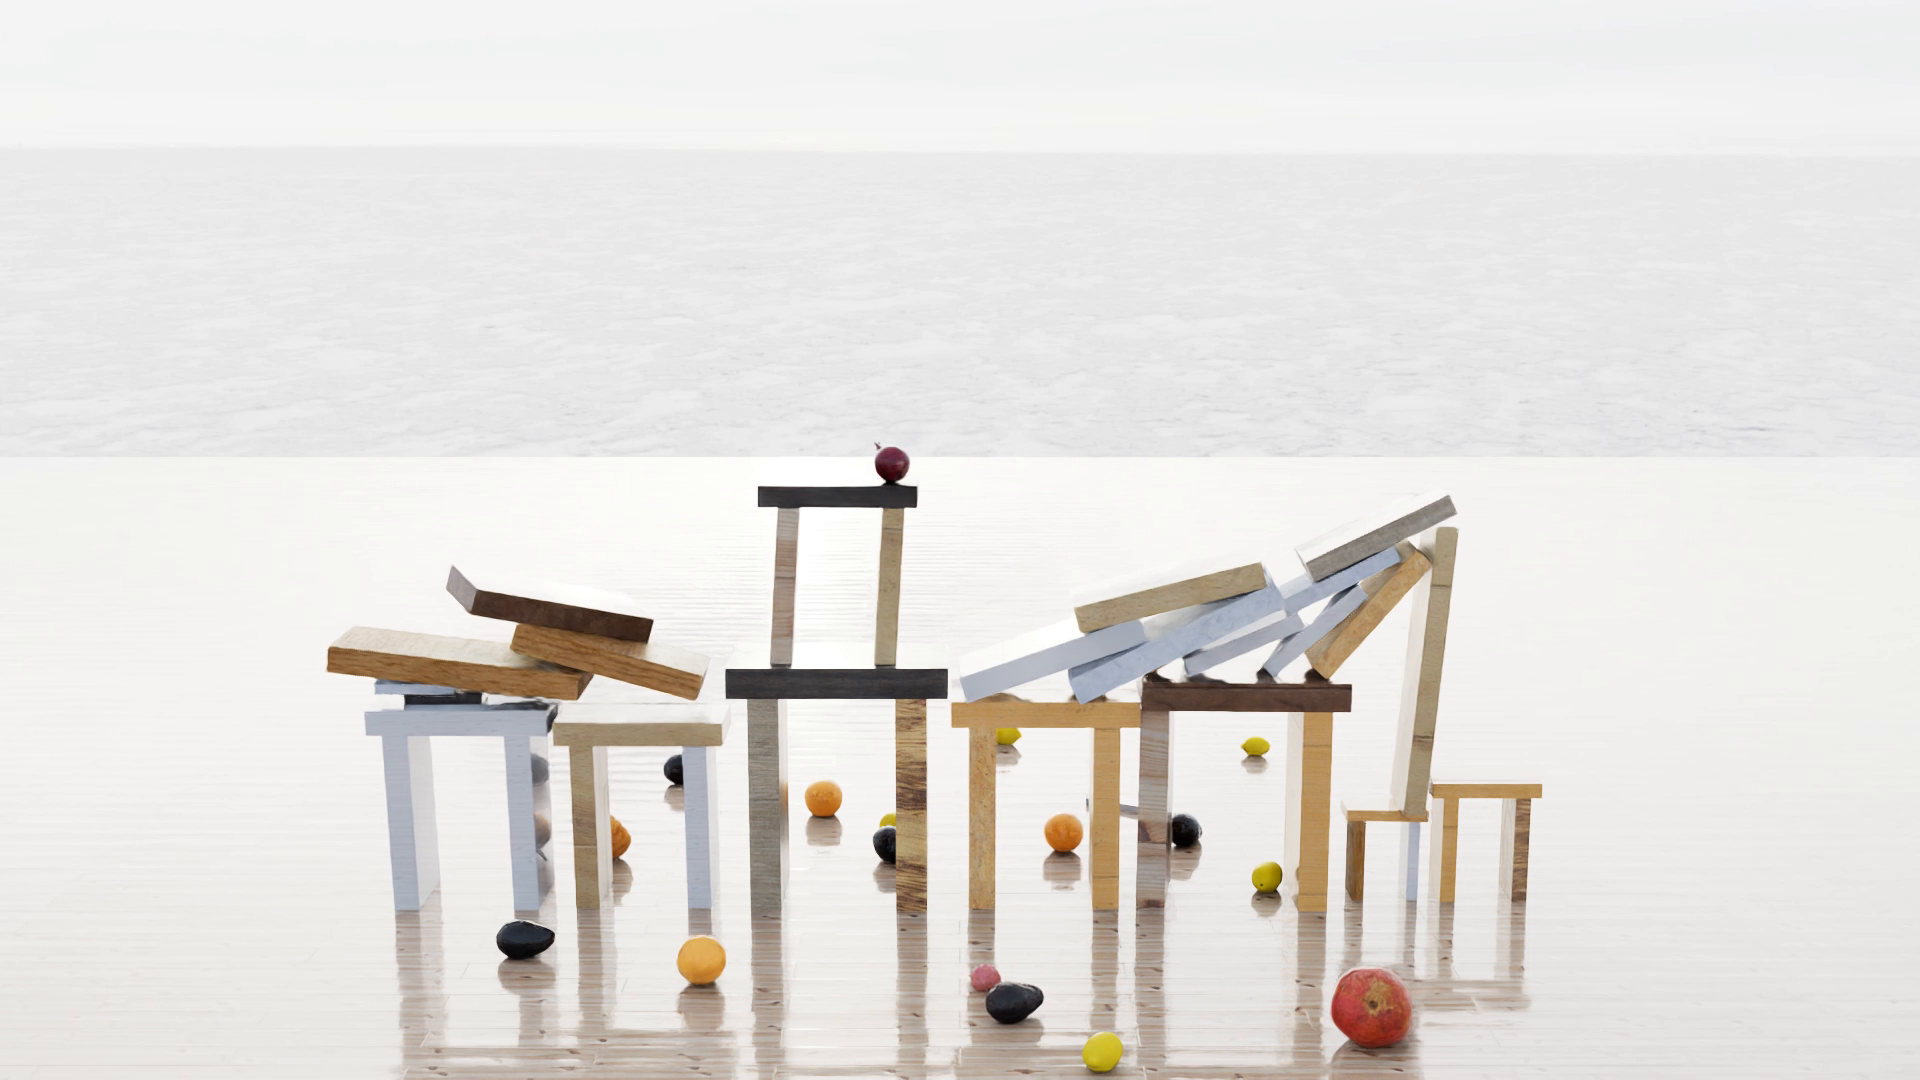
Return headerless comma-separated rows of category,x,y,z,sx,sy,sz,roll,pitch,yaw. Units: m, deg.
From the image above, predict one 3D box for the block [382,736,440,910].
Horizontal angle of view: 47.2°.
block,-0.907,0.447,3.638,0.041,0.292,0.146,-1,11,0

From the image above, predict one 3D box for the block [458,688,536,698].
block,-0.754,0.237,3.602,0.125,0.018,0.063,6,10,-2

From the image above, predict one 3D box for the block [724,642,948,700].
block,-0.198,0.214,3.605,0.356,0.050,0.178,0,11,0

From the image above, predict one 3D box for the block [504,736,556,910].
block,-0.711,0.447,3.638,0.041,0.293,0.146,-1,11,0

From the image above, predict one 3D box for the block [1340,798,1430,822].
block,0.703,0.447,3.645,0.134,0.019,0.067,1,11,0

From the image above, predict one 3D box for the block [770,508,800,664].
block,-0.284,0.063,3.577,0.036,0.254,0.127,3,10,-3

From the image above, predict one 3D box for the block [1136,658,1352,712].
block,0.462,0.237,3.605,0.335,0.047,0.167,0,11,1

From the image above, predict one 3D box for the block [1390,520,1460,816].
block,0.759,0.203,3.597,0.035,0.479,0.125,4,10,0

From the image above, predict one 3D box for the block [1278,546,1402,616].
block,0.613,0.056,3.573,0.201,0.028,0.100,-27,9,7

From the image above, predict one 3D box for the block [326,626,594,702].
block,-0.811,0.200,3.593,0.402,0.044,0.154,7,10,-1

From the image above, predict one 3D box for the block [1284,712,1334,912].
block,0.575,0.426,3.637,0.047,0.335,0.167,0,11,0

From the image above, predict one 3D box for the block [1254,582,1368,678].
block,0.573,0.138,3.589,0.201,0.028,0.100,-41,7,7

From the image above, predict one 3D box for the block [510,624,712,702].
block,-0.569,0.186,3.603,0.308,0.044,0.154,16,8,-4

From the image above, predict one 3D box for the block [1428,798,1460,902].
block,0.804,0.502,3.657,0.025,0.177,0.089,0,11,0

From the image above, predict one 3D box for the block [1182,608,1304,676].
block,0.459,0.160,3.595,0.201,0.028,0.100,-23,9,5

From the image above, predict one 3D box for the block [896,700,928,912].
block,-0.079,0.414,3.642,0.050,0.356,0.178,0,11,0

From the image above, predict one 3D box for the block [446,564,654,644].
block,-0.676,0.105,3.629,0.308,0.044,0.154,12,9,-30

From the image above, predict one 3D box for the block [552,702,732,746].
block,-0.520,0.302,3.614,0.274,0.039,0.137,0,11,0

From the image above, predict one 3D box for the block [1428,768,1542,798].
block,0.863,0.403,3.639,0.177,0.025,0.089,0,11,0

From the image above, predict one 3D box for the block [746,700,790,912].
block,-0.316,0.414,3.642,0.050,0.356,0.178,0,11,0

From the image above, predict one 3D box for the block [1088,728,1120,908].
block,0.239,0.439,3.644,0.043,0.305,0.153,0,11,1

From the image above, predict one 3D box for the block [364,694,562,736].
block,-0.811,0.282,3.608,0.293,0.041,0.146,0,11,0

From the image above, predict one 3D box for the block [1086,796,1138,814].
block,0.303,0.496,4.142,0.125,0.013,0.045,6,12,29

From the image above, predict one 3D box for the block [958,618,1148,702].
block,0.149,0.178,3.586,0.305,0.043,0.153,-19,9,4

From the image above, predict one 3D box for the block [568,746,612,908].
block,-0.611,0.455,3.643,0.039,0.274,0.137,-1,11,0

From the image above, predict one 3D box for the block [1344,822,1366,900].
block,0.658,0.524,3.659,0.019,0.134,0.067,0,11,0

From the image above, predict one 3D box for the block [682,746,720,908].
block,-0.428,0.456,3.643,0.039,0.274,0.137,-1,11,0

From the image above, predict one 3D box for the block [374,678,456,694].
block,-0.888,0.236,3.588,0.125,0.018,0.063,0,10,-7

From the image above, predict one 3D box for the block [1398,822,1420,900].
block,0.748,0.524,3.659,0.019,0.134,0.067,0,11,0

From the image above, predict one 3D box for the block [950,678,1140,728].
block,0.138,0.268,3.614,0.305,0.043,0.153,0,11,0

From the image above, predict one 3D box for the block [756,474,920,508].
block,-0.195,-0.080,3.550,0.254,0.036,0.127,0,11,0

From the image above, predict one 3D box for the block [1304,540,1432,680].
block,0.660,0.109,3.577,0.035,0.250,0.125,40,9,-6

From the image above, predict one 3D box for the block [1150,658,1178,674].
block,0.347,0.186,3.598,0.091,0.013,0.045,-28,9,6

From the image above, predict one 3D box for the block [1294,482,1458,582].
block,0.671,-0.014,3.557,0.250,0.035,0.125,-26,9,5

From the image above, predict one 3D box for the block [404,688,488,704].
block,-0.841,0.252,3.603,0.125,0.018,0.063,0,10,-2

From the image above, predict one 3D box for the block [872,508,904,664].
block,-0.116,0.064,3.575,0.036,0.254,0.127,3,10,-4

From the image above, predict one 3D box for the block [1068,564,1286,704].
block,0.347,0.152,3.569,0.364,0.043,0.153,-26,9,6

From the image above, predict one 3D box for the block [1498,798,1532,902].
block,0.922,0.502,3.657,0.025,0.177,0.089,0,11,0

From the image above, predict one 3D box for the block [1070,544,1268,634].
block,0.333,0.078,3.552,0.305,0.043,0.153,-14,10,3

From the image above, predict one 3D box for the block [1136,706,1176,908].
block,0.326,0.422,3.655,0.047,0.335,0.167,2,11,9

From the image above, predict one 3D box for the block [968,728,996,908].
block,0.036,0.439,3.646,0.043,0.305,0.153,0,11,0
